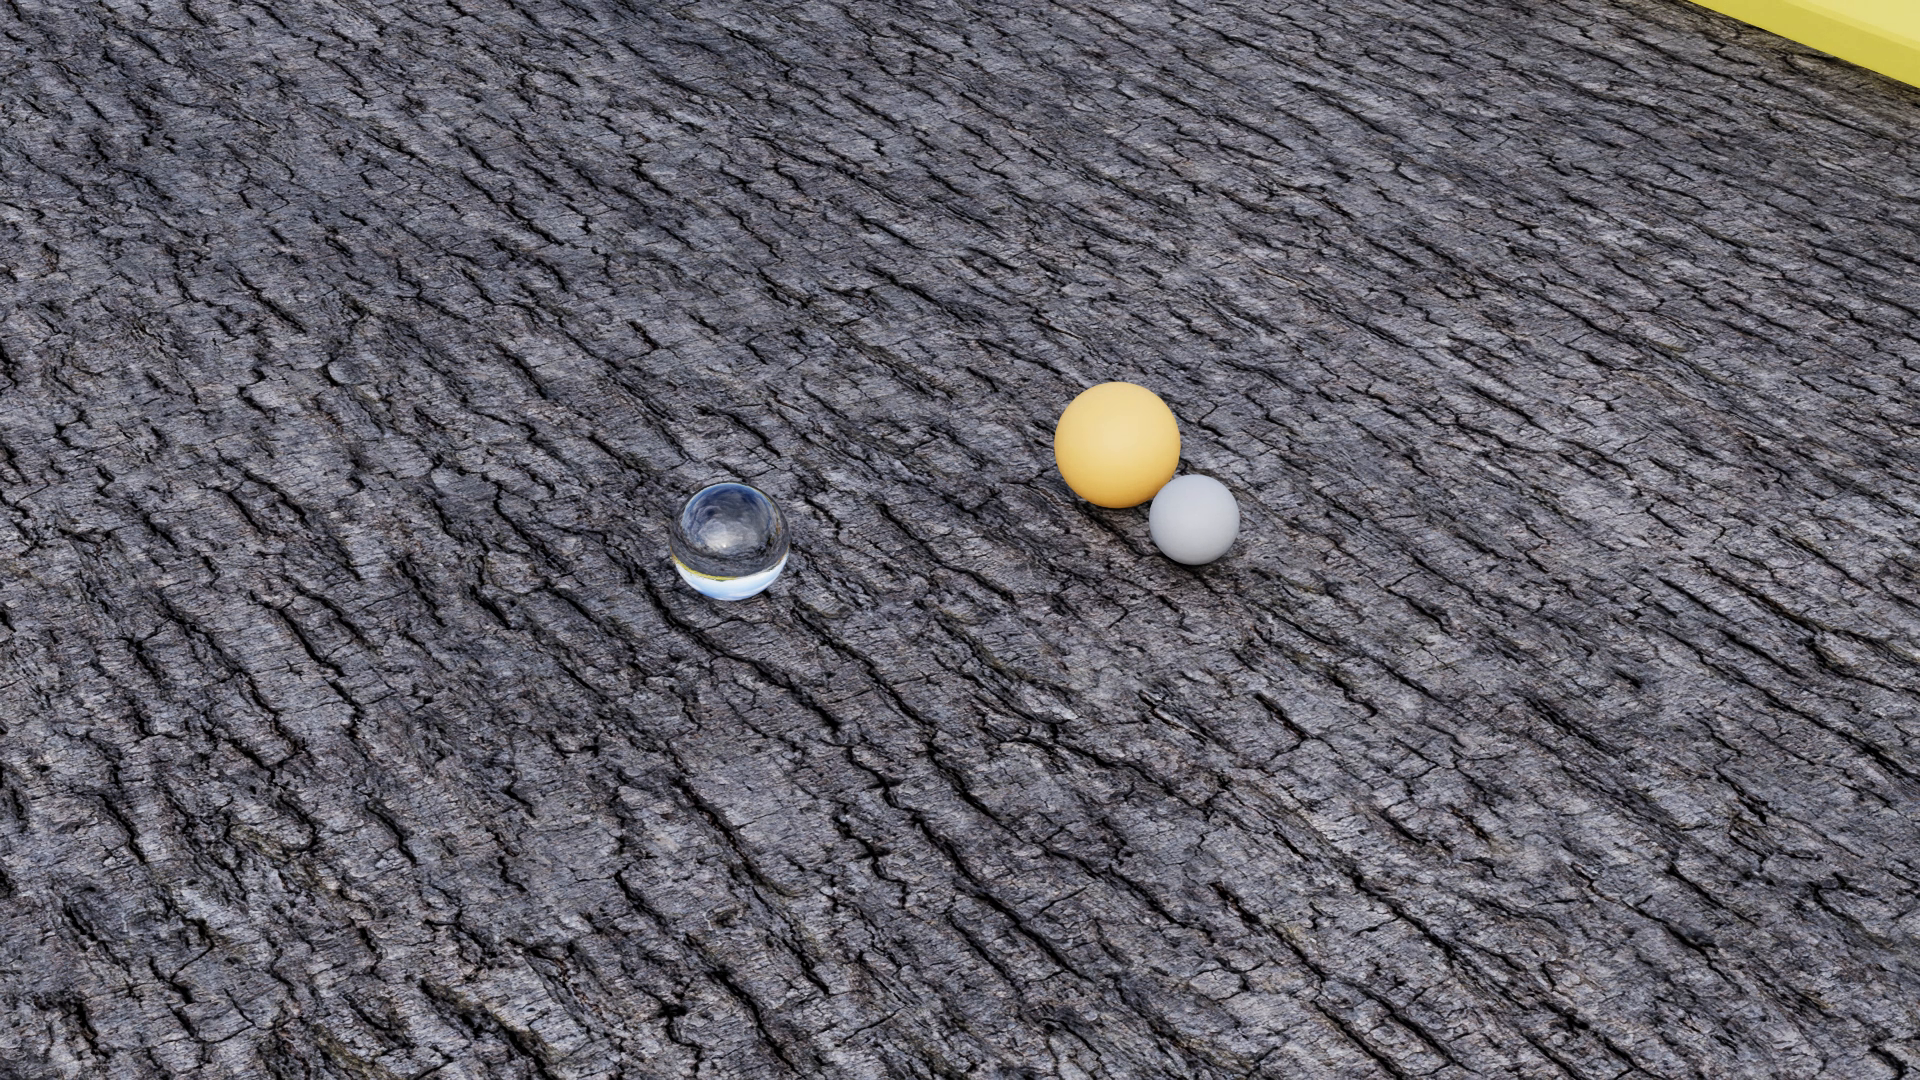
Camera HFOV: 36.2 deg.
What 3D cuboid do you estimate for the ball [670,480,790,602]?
[{"bbox_3d":[-0.145,0.001,1.859,0.076,0.076,0.076,0,28,0],"label":"ball"}]

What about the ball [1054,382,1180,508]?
[{"bbox_3d":[0.105,-0.063,1.968,0.085,0.085,0.085,0,28,0],"label":"ball"}]

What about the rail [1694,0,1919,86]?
[{"bbox_3d":[0.463,-0.772,3.246,0.045,0.110,4.398,-16,32,-27],"label":"rail"}]

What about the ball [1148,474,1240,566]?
[{"bbox_3d":[0.152,-0.013,1.902,0.059,0.059,0.059,0,28,0],"label":"ball"}]
